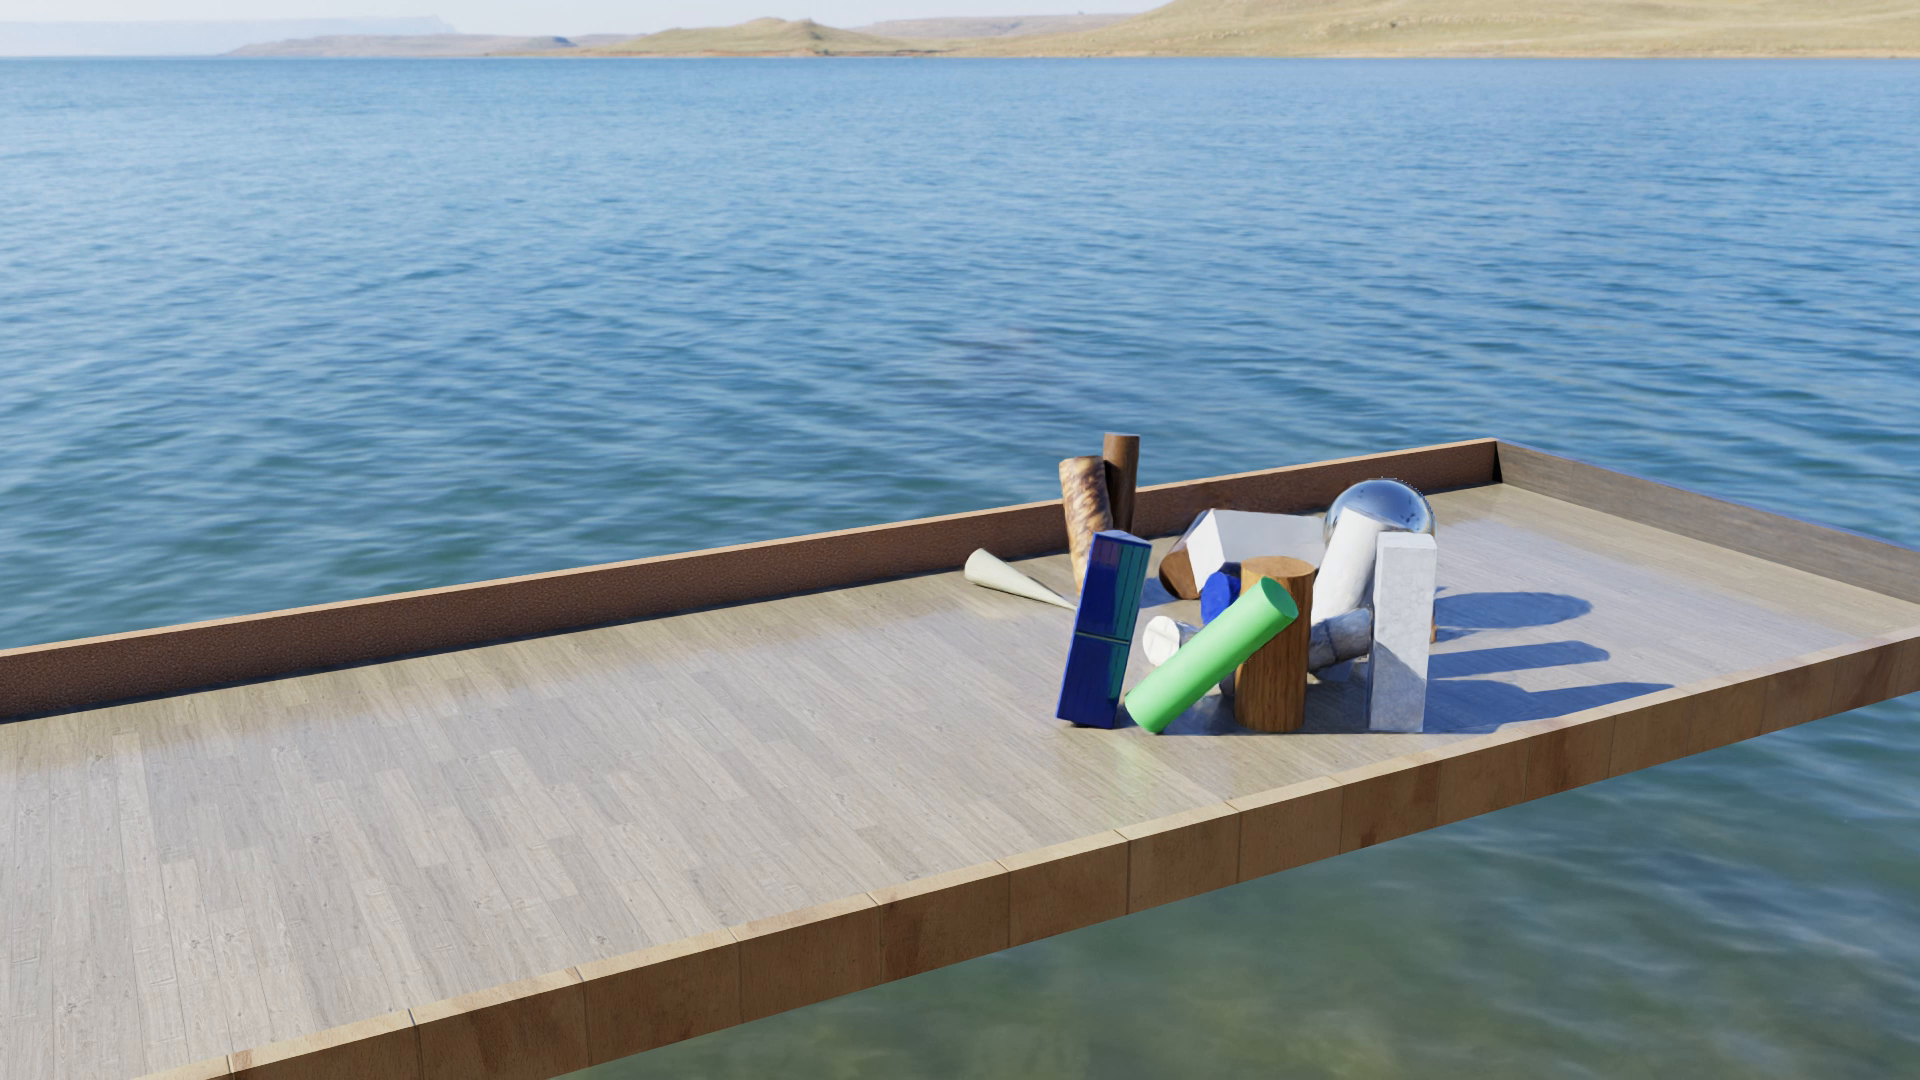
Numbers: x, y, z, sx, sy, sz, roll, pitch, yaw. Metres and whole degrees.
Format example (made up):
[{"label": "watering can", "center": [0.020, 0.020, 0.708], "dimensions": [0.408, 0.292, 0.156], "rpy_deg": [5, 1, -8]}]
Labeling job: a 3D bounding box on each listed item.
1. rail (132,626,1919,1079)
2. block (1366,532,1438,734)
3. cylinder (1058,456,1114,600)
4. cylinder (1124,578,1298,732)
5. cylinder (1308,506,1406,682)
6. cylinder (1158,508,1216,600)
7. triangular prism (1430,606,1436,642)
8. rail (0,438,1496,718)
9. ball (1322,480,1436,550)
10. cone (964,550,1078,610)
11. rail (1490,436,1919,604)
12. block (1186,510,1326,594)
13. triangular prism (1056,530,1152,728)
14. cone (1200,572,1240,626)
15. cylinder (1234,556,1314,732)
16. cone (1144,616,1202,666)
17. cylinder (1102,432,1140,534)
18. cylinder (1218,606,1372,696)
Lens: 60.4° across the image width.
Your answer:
[{"label": "rail", "center": [-2.336, 1.006, 1.665], "dimensions": [12.000, 0.150, 0.050], "rpy_deg": [-9, 18, -27]}, {"label": "block", "center": [1.023, 0.215, 3.831], "dimensions": [0.119, 0.447, 0.119], "rpy_deg": [2, 17, 8]}, {"label": "cylinder", "center": [0.376, -0.034, 4.746], "dimensions": [0.134, 0.394, 0.134], "rpy_deg": [-7, -12, -1]}, {"label": "cylinder", "center": [0.565, 0.265, 3.738], "dimensions": [0.115, 0.446, 0.115], "rpy_deg": [32, 32, -23]}, {"label": "cylinder", "center": [0.961, 0.135, 4.114], "dimensions": [0.160, 0.412, 0.160], "rpy_deg": [18, 11, -4]}, {"label": "cylinder", "center": [0.711, 0.039, 4.876], "dimensions": [0.152, 0.152, 0.335], "rpy_deg": [7, 25, 23]}, {"label": "triangular prism", "center": [1.125, 0.210, 4.451], "dimensions": [0.301, 0.101, 0.116], "rpy_deg": [0, 17, -2]}, {"label": "rail", "center": [-3.305, 0.497, 3.399], "dimensions": [12.000, 0.150, 0.050], "rpy_deg": [-9, 18, -27]}, {"label": "ball", "center": [1.144, -0.017, 4.509], "dimensions": [0.299, 0.299, 0.299], "rpy_deg": [0, 16, 0]}, {"label": "cone", "center": [0.201, 0.141, 4.781], "dimensions": [0.408, 0.107, 0.107], "rpy_deg": [23, 27, 36]}, {"label": "rail", "center": [2.466, -0.048, 5.253], "dimensions": [0.050, 0.150, 2.100], "rpy_deg": [-9, 18, -27]}, {"label": "block", "center": [0.873, 0.044, 4.670], "dimensions": [0.404, 0.171, 0.171], "rpy_deg": [4, 57, -20]}, {"label": "triangular prism", "center": [0.333, 0.202, 3.869], "dimensions": [0.136, 0.446, 0.117], "rpy_deg": [11, 10, -1]}, {"label": "cone", "center": [0.890, 0.189, 4.569], "dimensions": [0.415, 0.163, 0.163], "rpy_deg": [7, 14, -19]}, {"label": "cylinder", "center": [0.733, 0.242, 3.858], "dimensions": [0.166, 0.379, 0.166], "rpy_deg": [0, 16, 0]}, {"label": "cone", "center": [0.642, 0.266, 4.333], "dimensions": [0.316, 0.132, 0.132], "rpy_deg": [2, 12, -38]}, {"label": "cylinder", "center": [0.459, -0.087, 4.839], "dimensions": [0.104, 0.446, 0.104], "rpy_deg": [4, 7, 0]}, {"label": "cylinder", "center": [0.812, 0.271, 4.004], "dimensions": [0.391, 0.114, 0.114], "rpy_deg": [-18, 14, 11]}]
